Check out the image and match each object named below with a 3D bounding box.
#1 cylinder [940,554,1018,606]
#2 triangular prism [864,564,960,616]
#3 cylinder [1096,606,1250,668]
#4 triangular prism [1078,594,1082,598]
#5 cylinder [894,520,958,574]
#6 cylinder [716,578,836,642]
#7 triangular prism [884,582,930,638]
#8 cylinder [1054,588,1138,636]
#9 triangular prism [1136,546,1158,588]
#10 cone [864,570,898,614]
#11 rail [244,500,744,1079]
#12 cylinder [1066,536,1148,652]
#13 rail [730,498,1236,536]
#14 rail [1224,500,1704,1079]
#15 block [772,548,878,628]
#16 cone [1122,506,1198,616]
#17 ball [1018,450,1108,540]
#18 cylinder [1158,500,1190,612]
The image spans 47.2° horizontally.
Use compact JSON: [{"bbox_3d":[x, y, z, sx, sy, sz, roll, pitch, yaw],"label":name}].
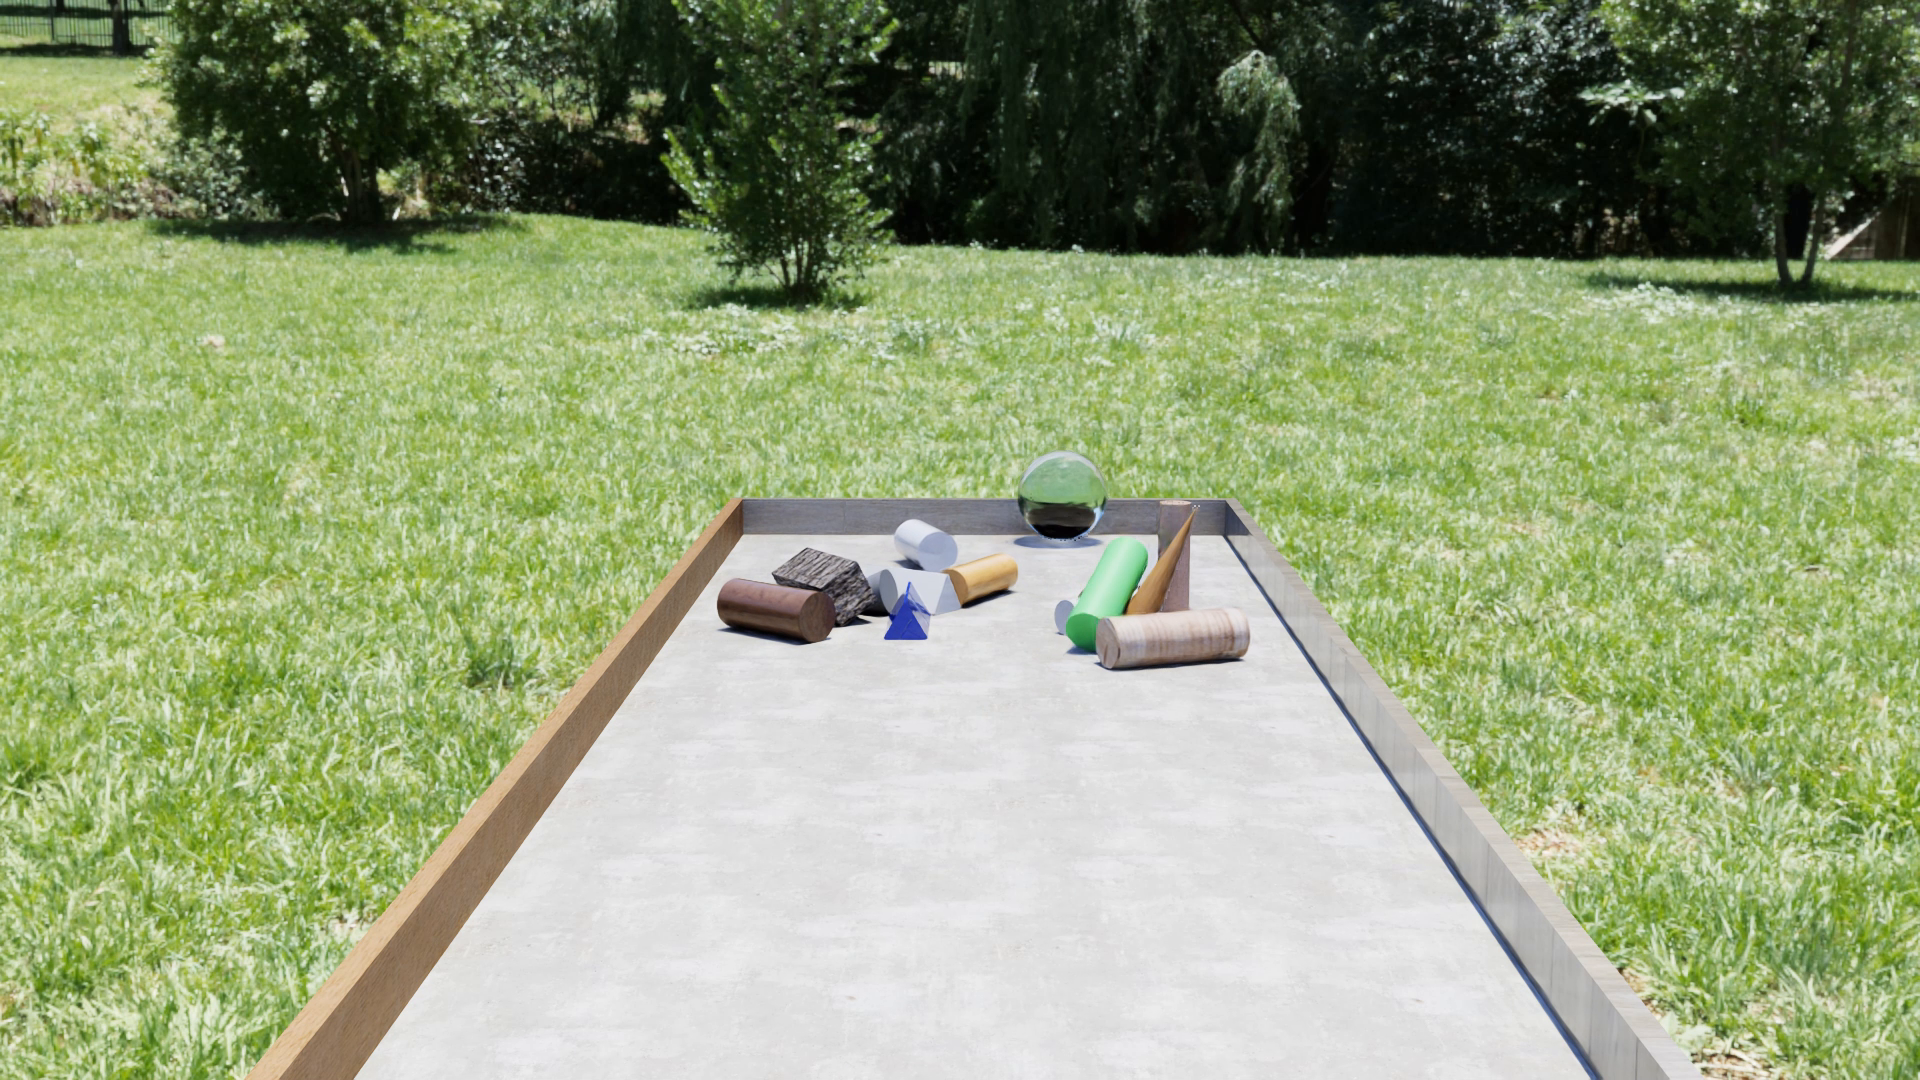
[{"bbox_3d":[0.059,0.139,7.703,0.134,0.134,0.383,5,10,28],"label":"cylinder"},{"bbox_3d":[-0.180,0.163,7.545,0.346,0.129,0.149,7,12,36],"label":"triangular prism"},{"bbox_3d":[0.644,0.295,6.656,0.445,0.155,0.155,-4,10,-21],"label":"cylinder"},{"bbox_3d":[0.493,0.197,7.417,0.118,0.103,0.358,6,11,30],"label":"triangular prism"},{"bbox_3d":[-0.131,0.022,8.364,0.158,0.158,0.325,-3,9,-17],"label":"cylinder"},{"bbox_3d":[-0.593,0.224,7.078,0.384,0.161,0.161,8,12,41],"label":"cylinder"},{"bbox_3d":[-0.171,0.226,7.183,0.137,0.118,0.386,0,9,1],"label":"triangular prism"},{"bbox_3d":[0.475,0.233,7.163,0.345,0.117,0.117,-7,12,-39],"label":"cylinder"},{"bbox_3d":[0.613,0.102,7.958,0.140,0.121,0.306,8,12,41],"label":"triangular prism"},{"bbox_3d":[-0.392,0.203,7.482,0.331,0.155,0.155,-11,5,20],"label":"cone"},{"bbox_3d":[-1.004,0.839,3.234,0.050,0.150,12.000,0,9,1],"label":"rail"},{"bbox_3d":[0.469,0.167,6.962,0.143,0.143,0.445,4,33,21],"label":"cylinder"},{"bbox_3d":[0.099,-0.098,9.147,2.100,0.150,0.050,0,9,1],"label":"rail"},{"bbox_3d":[1.046,0.843,3.208,0.050,0.150,12.000,0,9,1],"label":"rail"},{"bbox_3d":[-0.455,0.155,7.346,0.157,0.157,0.350,-37,25,-22],"label":"block"},{"bbox_3d":[0.647,0.092,6.954,0.122,0.460,0.122,27,-1,0],"label":"cone"},{"bbox_3d":[0.415,-0.181,8.924,0.366,0.366,0.366,0,9,0],"label":"ball"},{"bbox_3d":[0.698,0.082,7.172,0.103,0.413,0.103,0,9,0],"label":"cylinder"}]
